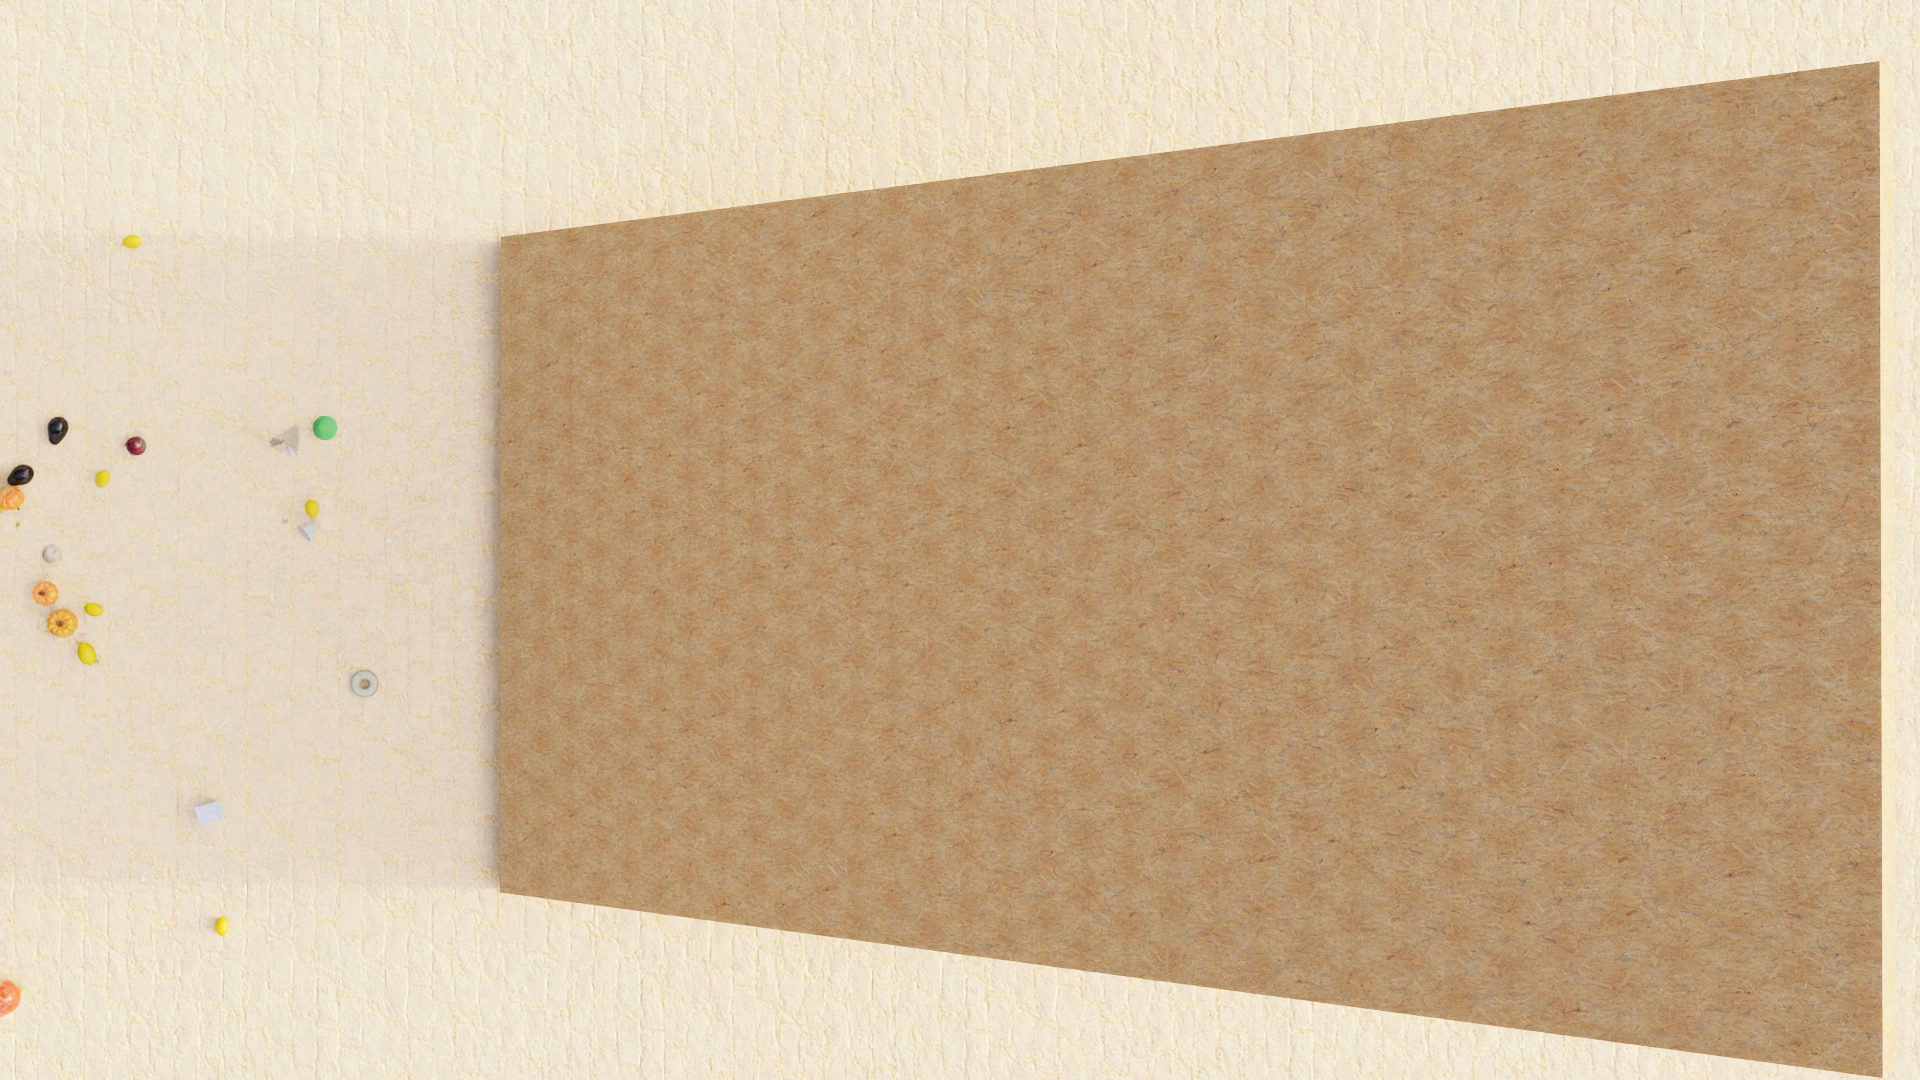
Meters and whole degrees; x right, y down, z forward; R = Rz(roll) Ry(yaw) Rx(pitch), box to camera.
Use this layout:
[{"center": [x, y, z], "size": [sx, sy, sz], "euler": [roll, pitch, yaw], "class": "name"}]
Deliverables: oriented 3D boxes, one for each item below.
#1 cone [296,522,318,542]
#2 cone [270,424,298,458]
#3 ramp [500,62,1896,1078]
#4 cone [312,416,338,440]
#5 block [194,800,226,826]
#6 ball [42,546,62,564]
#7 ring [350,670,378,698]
[{"center": [-1.996, -0.039, 6.772], "size": [0.063, 0.063, 0.063], "euler": [46, 63, 0], "class": "cone"}, {"center": [-2.058, -0.322, 6.767], "size": [0.095, 0.095, 0.095], "euler": [22, 63, 0], "class": "cone"}, {"center": [0.234, 0.066, 5.554], "size": [4.000, 0.100, 2.000], "euler": [0, 89, 37], "class": "ramp"}, {"center": [-1.959, -0.346, 6.750], "size": [0.077, 0.077, 0.077], "euler": [0, 90, 0], "class": "cone"}, {"center": [-2.302, 0.838, 6.749], "size": [0.061, 0.061, 0.061], "euler": [-17, 90, 0], "class": "block"}, {"center": [-2.790, 0.046, 6.757], "size": [0.056, 0.056, 0.056], "euler": [0, 90, 0], "class": "ball"}, {"center": [-1.833, 0.442, 6.768], "size": [0.086, 0.029, 0.086], "euler": [0, 90, -1], "class": "ring"}]
